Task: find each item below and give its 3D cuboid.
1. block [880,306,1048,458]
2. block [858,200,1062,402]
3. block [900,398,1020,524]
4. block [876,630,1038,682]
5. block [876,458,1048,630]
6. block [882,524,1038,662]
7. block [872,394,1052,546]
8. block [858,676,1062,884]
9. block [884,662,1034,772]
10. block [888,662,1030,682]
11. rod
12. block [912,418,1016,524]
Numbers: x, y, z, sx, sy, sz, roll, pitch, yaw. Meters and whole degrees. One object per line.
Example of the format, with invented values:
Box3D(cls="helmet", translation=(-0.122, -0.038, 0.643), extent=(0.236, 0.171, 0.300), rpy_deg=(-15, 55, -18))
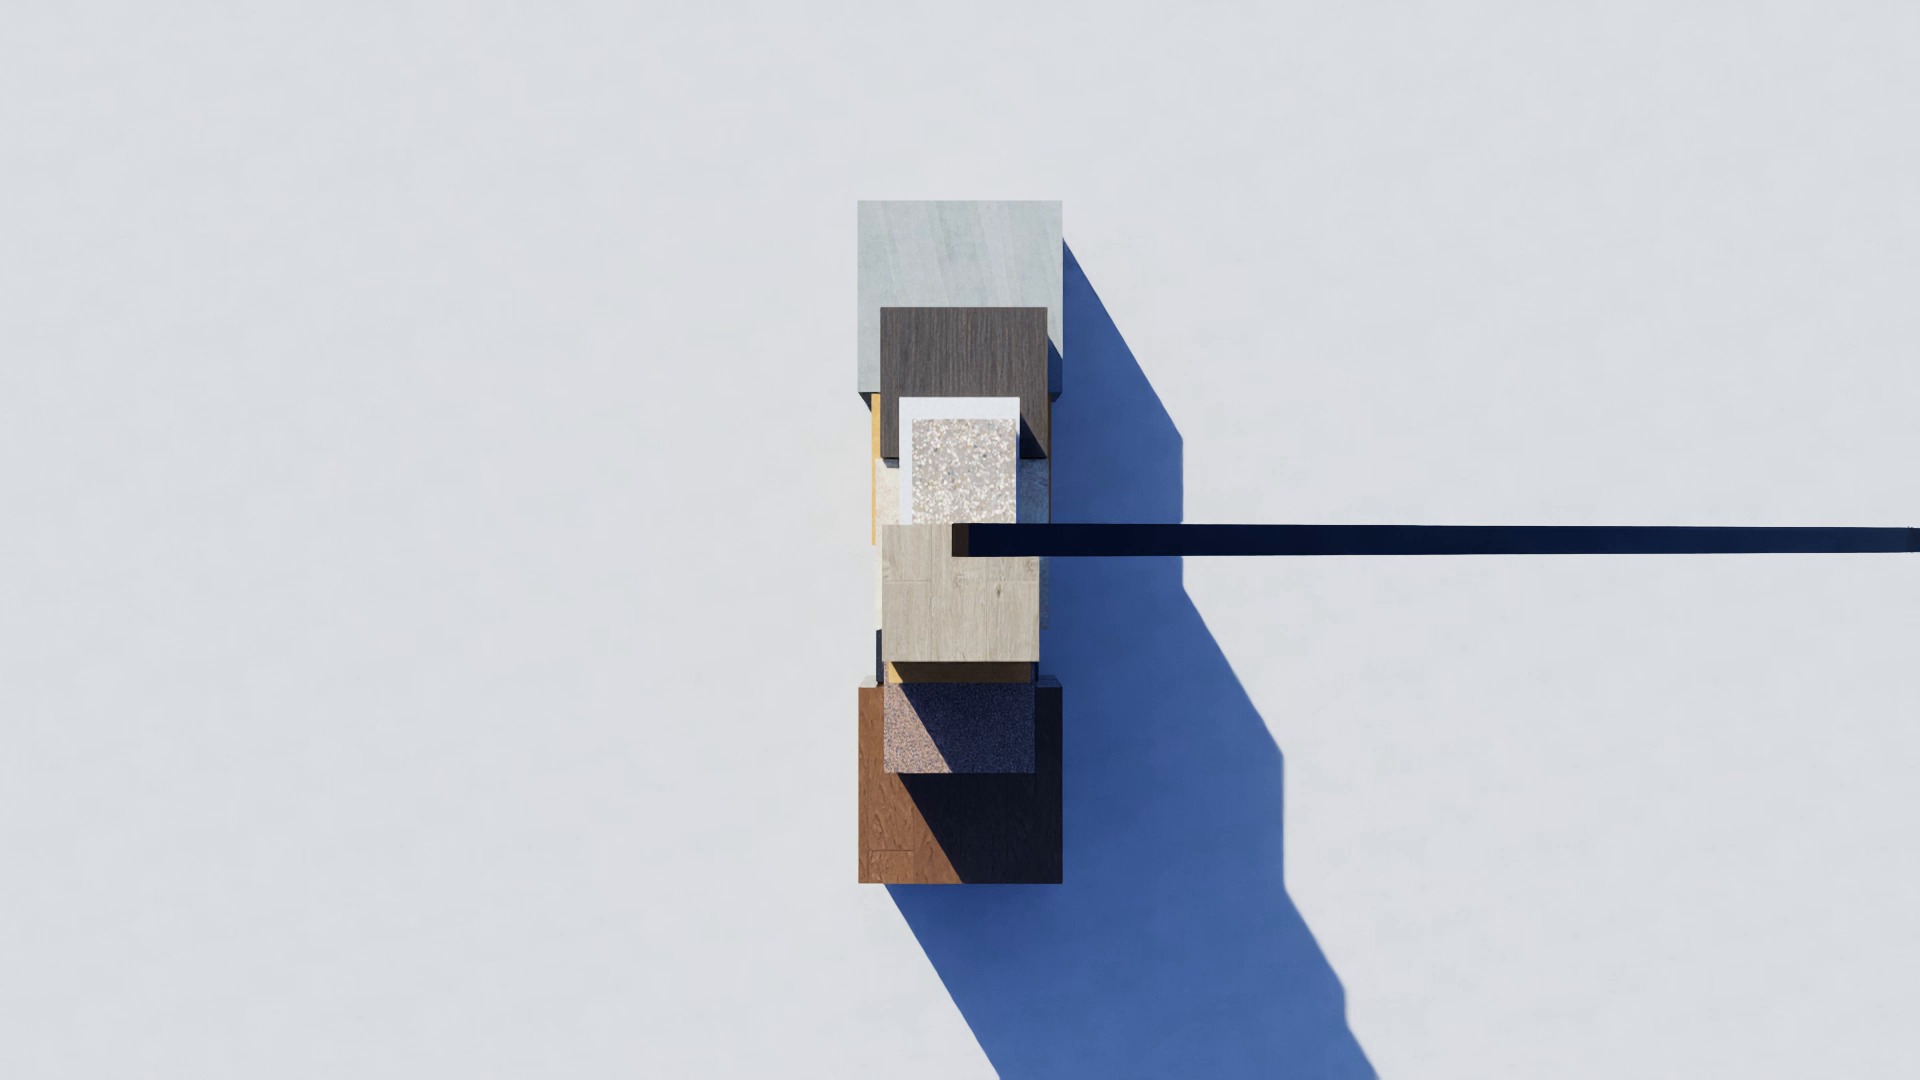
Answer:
Box3D(cls="block", translation=(0.020, -0.807, 11.651), extent=(0.854, 0.865, 0.766), rpy_deg=(0, 90, 0))
Box3D(cls="block", translation=(0.000, -1.340, 12.542), extent=(1.127, 0.916, 1.052), rpy_deg=(0, 90, 0))
Box3D(cls="block", translation=(-0.003, -0.336, 10.900), extent=(0.577, 0.641, 0.702), rpy_deg=(0, 90, 0))
Box3D(cls="block", translation=(-0.015, 0.414, 12.614), extent=(0.904, 0.771, 0.750), rpy_deg=(0, 90, 0))
Box3D(cls="block", translation=(0.011, 0.022, 11.676), extent=(0.887, 0.825, 0.875), rpy_deg=(0, 90, 0))
Box3D(cls="block", translation=(0.002, 0.240, 10.232), extent=(0.710, 0.590, 0.616), rpy_deg=(0, 90, 0))
Box3D(cls="block", translation=(0.008, -0.387, 12.544), extent=(0.986, 0.912, 0.834), rpy_deg=(0, 90, 0))
Box3D(cls="block", translation=(0.003, 1.333, 12.469), extent=(1.110, 1.061, 1.067), rpy_deg=(0, 90, 0))
Box3D(cls="block", translation=(-0.004, 0.829, 11.585), extent=(0.770, 0.708, 0.722), rpy_deg=(0, 90, 0))
Box3D(cls="block", translation=(-0.002, 0.351, 10.880), extent=(0.679, 0.707, 0.667), rpy_deg=(0, 90, 0))
Box3D(cls="rod", translation=(2.234, 0.000, 6.491), extent=(5.200, 0.080, 0.080), rpy_deg=(0, 90, -31))
Box3D(cls="block", translation=(0.018, -0.312, 10.320), extent=(0.476, 0.518, 0.486), rpy_deg=(0, 90, 0))
